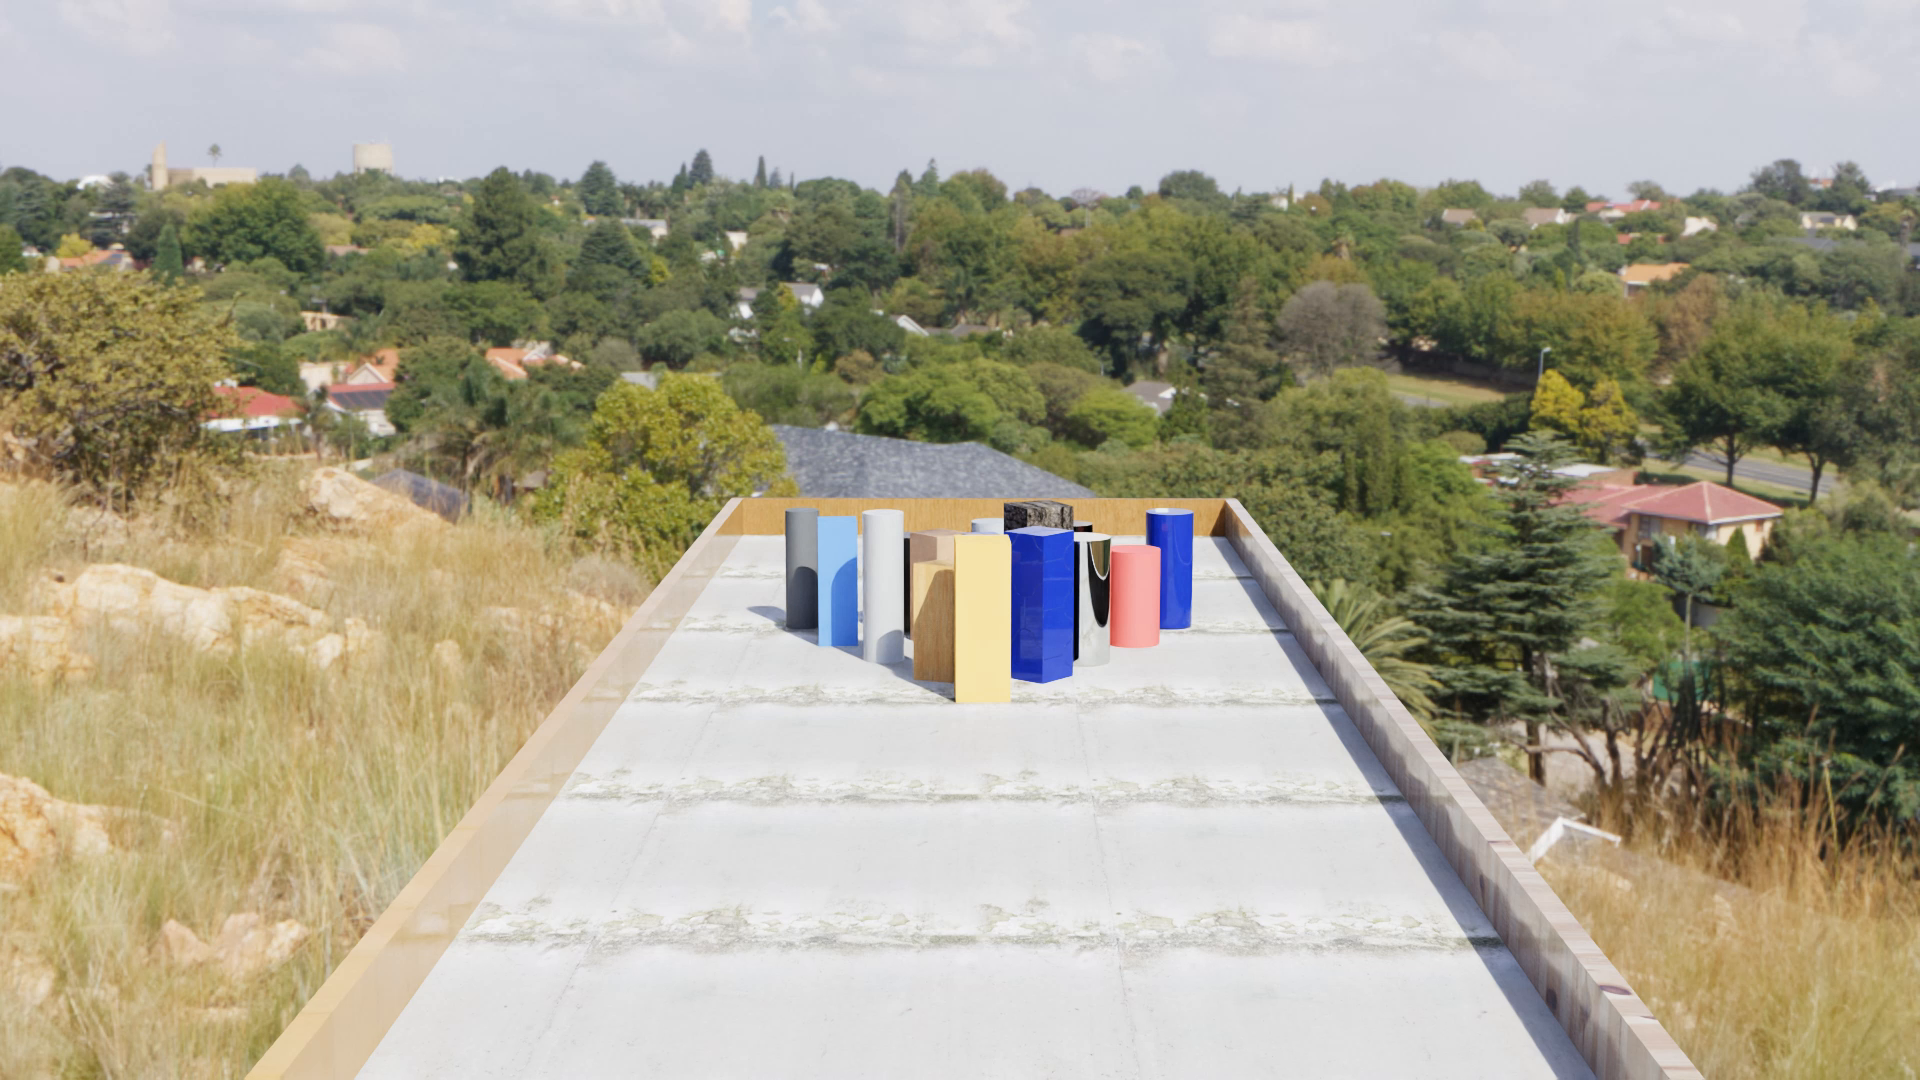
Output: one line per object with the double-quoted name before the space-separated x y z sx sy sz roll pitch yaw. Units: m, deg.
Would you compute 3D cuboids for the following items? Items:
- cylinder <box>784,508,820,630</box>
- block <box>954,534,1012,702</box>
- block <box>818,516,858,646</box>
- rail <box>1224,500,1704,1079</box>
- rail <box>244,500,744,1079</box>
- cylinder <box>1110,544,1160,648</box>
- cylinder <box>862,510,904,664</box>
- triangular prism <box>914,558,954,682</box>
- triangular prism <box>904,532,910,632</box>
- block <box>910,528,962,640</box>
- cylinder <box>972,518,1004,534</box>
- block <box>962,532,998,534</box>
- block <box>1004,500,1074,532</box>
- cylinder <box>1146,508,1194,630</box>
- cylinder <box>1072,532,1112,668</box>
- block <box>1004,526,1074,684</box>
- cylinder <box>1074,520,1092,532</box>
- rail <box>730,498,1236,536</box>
"cylinder" -0.515 0.092 7.195 0.111 0.386 0.111 0 9 0
"block" 0.063 0.220 6.184 0.153 0.450 0.153 0 9 -2
"block" -0.386 0.129 6.934 0.123 0.394 0.123 -1 9 -4
"rail" 1.046 0.843 3.208 0.050 0.150 12.000 0 9 1
"rail" -1.004 0.839 3.234 0.050 0.150 12.000 0 9 1
"cylinder" 0.546 0.176 6.936 0.170 0.301 0.170 0 9 0
"cylinder" -0.233 0.140 6.679 0.125 0.453 0.125 0 9 0
"triangular prism" -0.057 0.234 6.434 0.127 0.345 0.110 4 10 22
"triangular prism" -0.190 0.133 7.193 0.144 0.307 0.125 5 10 27
"block" -0.065 0.148 6.964 0.132 0.348 0.132 -8 12 -41
"cylinder" 0.101 0.112 7.175 0.130 0.353 0.130 0 9 0
"block" 0.070 0.172 6.708 0.102 0.381 0.102 -3 9 -16
"block" 0.246 0.107 6.928 0.162 0.441 0.162 -4 10 -25
"cylinder" 0.684 0.094 7.206 0.156 0.379 0.156 0 9 0
"cylinder" 0.369 0.179 6.659 0.176 0.382 0.176 0 9 0
"block" 0.230 0.188 6.441 0.145 0.433 0.145 8 12 40
"cylinder" 0.371 0.116 7.174 0.123 0.344 0.123 0 9 0
"rail" 0.099 -0.098 9.147 2.100 0.150 0.050 0 9 1
